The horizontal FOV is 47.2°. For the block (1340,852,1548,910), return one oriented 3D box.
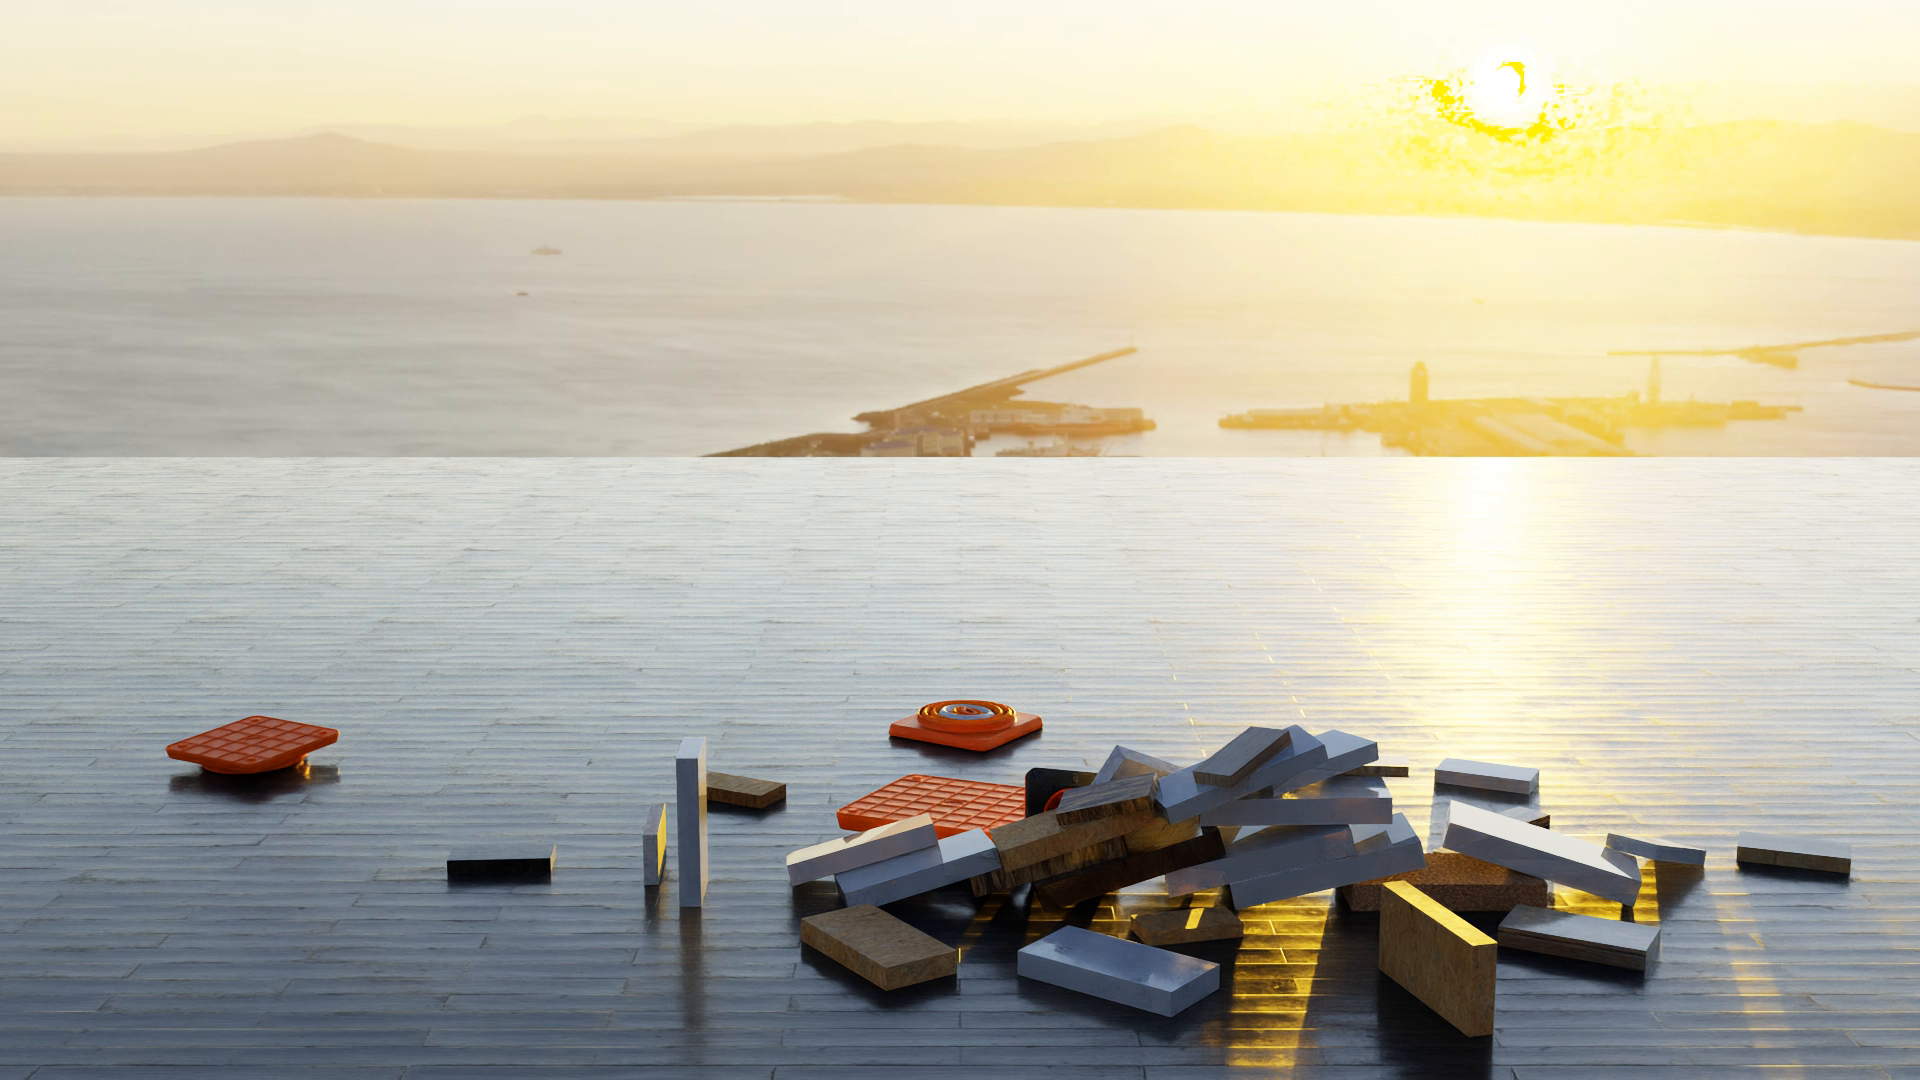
[{"bbox_3d":[0.798,0.568,3.662,0.318,0.045,0.159,0,11,0],"label":"block"}]

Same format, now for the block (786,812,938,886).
[{"bbox_3d":[-0.166,0.521,3.714,0.252,0.036,0.126,-16,2,-4],"label":"block"}]

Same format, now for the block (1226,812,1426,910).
[{"bbox_3d":[0.599,0.532,3.657,0.318,0.045,0.159,-13,10,3],"label":"block"}]

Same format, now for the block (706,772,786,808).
[{"bbox_3d":[-0.430,0.477,4.207,0.175,0.025,0.088,6,12,28],"label":"block"}]

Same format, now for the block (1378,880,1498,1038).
[{"bbox_3d":[0.693,0.607,3.208,0.038,0.135,0.271,-3,11,-17],"label":"block"}]

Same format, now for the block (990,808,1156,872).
[{"bbox_3d":[0.184,0.473,3.628,0.258,0.037,0.129,-17,10,-4],"label":"block"}]

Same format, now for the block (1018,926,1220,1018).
[{"bbox_3d":[0.236,0.642,3.286,0.271,0.038,0.135,8,13,36],"label":"block"}]

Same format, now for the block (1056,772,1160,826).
[{"bbox_3d":[0.242,0.424,3.596,0.160,0.023,0.080,-14,19,20],"label":"block"}]

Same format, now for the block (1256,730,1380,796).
[{"bbox_3d":[0.578,0.373,3.689,0.225,0.032,0.112,-15,14,-28],"label":"block"}]

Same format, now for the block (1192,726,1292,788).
[{"bbox_3d":[0.462,0.354,3.592,0.080,0.023,0.160,2,25,47],"label":"block"}]

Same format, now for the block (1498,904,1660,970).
[{"bbox_3d":[0.965,0.618,3.429,0.225,0.032,0.113,6,12,28],"label":"block"}]

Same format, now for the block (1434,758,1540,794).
[{"bbox_3d":[1.030,0.460,4.297,0.185,0.026,0.092,5,12,26],"label":"block"}]

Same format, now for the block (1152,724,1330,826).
[{"bbox_3d":[0.450,0.383,3.605,0.286,0.032,0.112,-20,17,-11],"label":"block"}]

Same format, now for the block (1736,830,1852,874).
[{"bbox_3d":[1.457,0.545,3.842,0.185,0.026,0.092,4,11,21],"label":"block"}]

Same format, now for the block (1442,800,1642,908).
[{"bbox_3d":[0.970,0.522,3.680,0.318,0.045,0.159,17,10,11],"label":"block"}]

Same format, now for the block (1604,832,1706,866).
[{"bbox_3d":[1.196,0.531,3.777,0.092,0.026,0.184,11,-1,45],"label":"block"}]

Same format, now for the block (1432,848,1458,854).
[{"bbox_3d":[0.895,0.546,3.854,0.136,0.019,0.068,-10,15,-43],"label":"block"}]

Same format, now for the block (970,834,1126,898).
[{"bbox_3d":[0.144,0.520,3.651,0.258,0.037,0.129,-16,10,3],"label":"block"}]

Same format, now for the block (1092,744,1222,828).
[{"bbox_3d":[0.347,0.451,3.770,0.271,0.135,0.038,21,21,-29],"label":"block"}]

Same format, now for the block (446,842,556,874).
[{"bbox_3d":[-0.793,0.551,3.811,0.176,0.025,0.088,-1,11,-4],"label":"block"}]

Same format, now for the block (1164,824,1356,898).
[{"bbox_3d":[0.489,0.513,3.656,0.311,0.044,0.156,-14,10,2],"label":"block"}]

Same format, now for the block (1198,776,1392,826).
[{"bbox_3d":[0.551,0.431,3.658,0.311,0.044,0.156,-1,9,3],"label":"block"}]

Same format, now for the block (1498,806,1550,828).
[{"bbox_3d":[1.008,0.516,4.014,0.136,0.019,0.068,-9,14,-40],"label":"block"}]

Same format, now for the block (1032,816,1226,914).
[{"bbox_3d":[0.271,0.526,3.643,0.311,0.044,0.156,-17,10,-3],"label":"block"}]

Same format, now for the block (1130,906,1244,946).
[{"bbox_3d":[0.360,0.612,3.488,0.160,0.023,0.080,-3,11,-15],"label":"block"}]

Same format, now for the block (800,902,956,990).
[{"bbox_3d":[-0.127,0.624,3.387,0.126,0.036,0.252,-7,13,-33],"label":"block"}]

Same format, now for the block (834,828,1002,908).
[{"bbox_3d":[-0.072,0.545,3.627,0.258,0.037,0.129,-16,10,-9],"label":"block"}]

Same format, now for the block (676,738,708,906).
[{"bbox_3d":[-0.444,0.466,3.647,0.036,0.252,0.126,0,11,-1],"label":"block"}]

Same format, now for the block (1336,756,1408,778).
[{"bbox_3d":[0.692,0.383,3.731,0.136,0.019,0.068,0,9,11],"label":"block"}]

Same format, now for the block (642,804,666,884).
[{"bbox_3d":[-0.526,0.523,3.791,0.025,0.088,0.176,-1,11,-3],"label":"block"}]
